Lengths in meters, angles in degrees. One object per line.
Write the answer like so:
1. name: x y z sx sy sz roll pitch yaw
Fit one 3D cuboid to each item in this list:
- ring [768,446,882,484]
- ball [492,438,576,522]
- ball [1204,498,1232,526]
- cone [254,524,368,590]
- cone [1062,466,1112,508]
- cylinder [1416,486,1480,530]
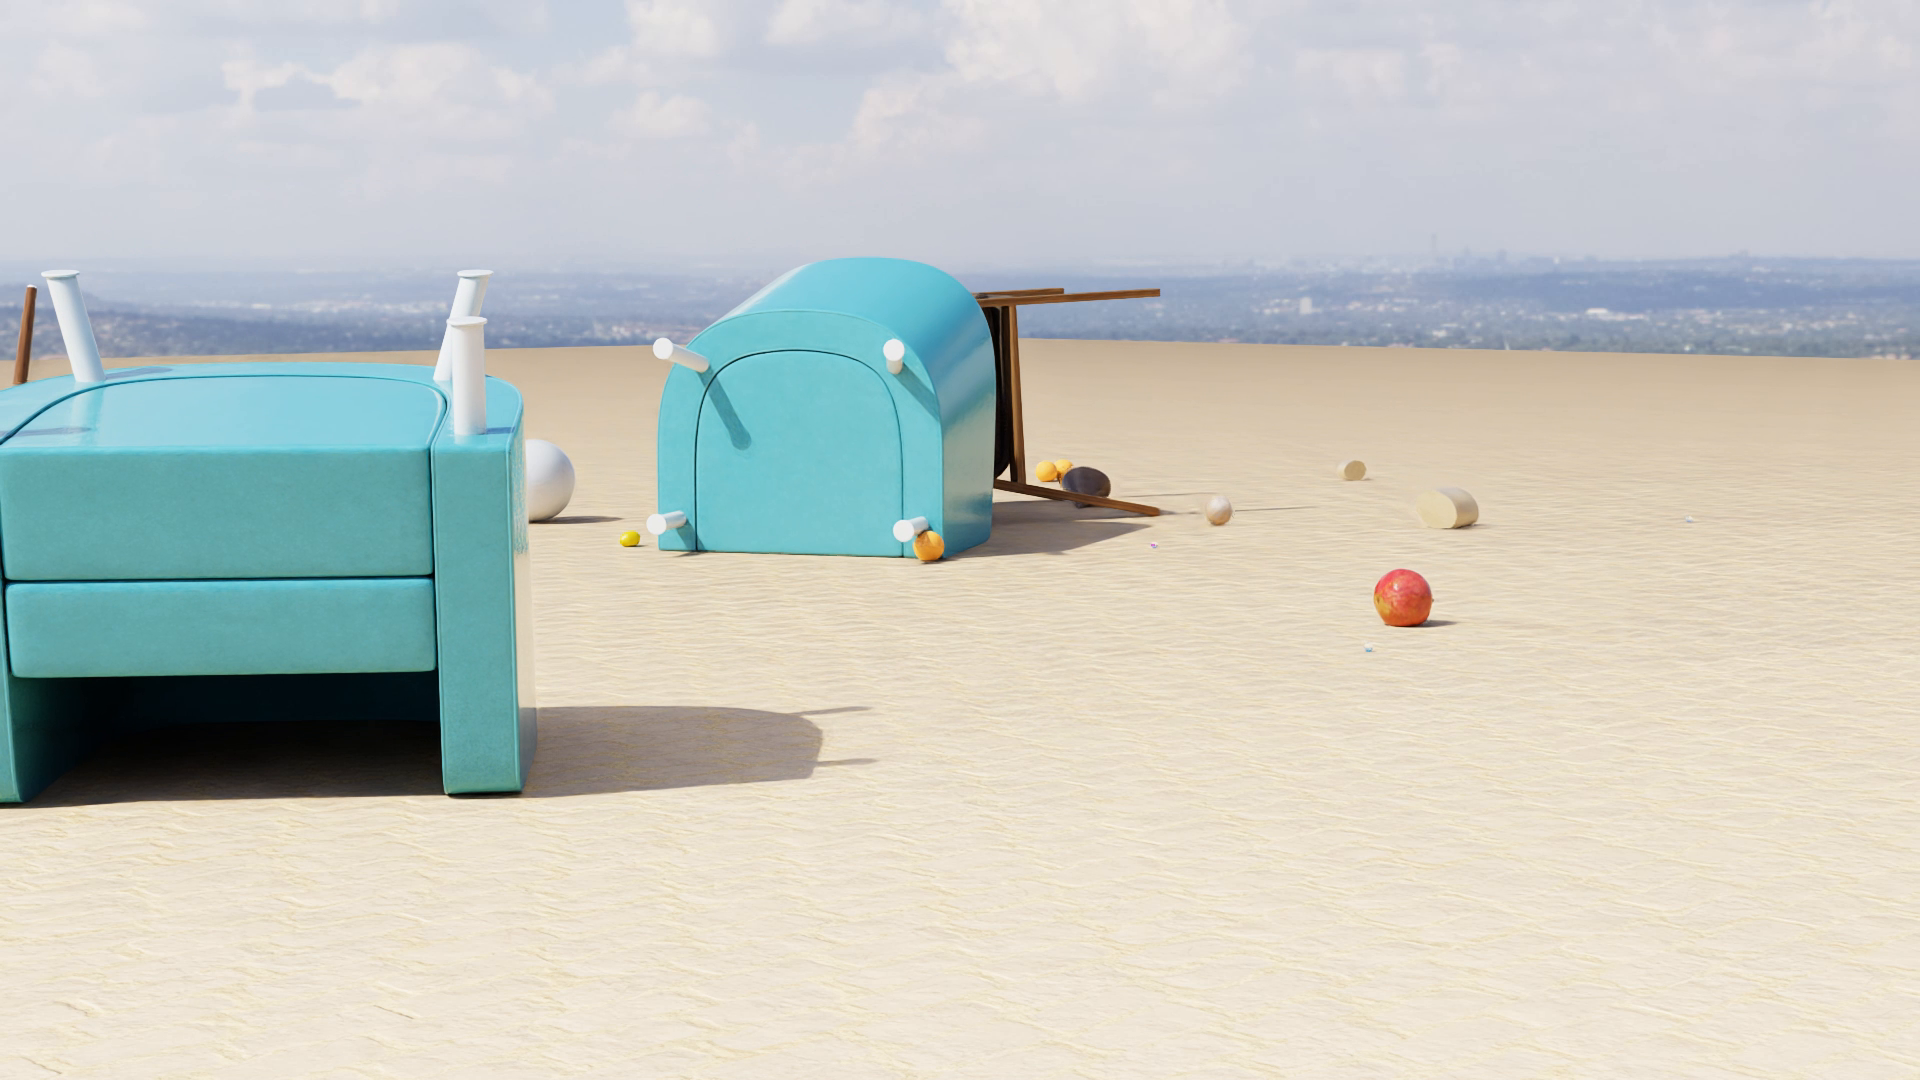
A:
1. ring: -0.431 -0.241 8.204 0.380 0.114 0.207 0 7 13
2. ball: -1.141 -0.159 6.870 0.223 0.223 0.223 0 6 0
3. ball: 0.684 -0.076 6.789 0.074 0.074 0.074 0 6 0
4. cone: -1.390 0.068 5.432 0.222 0.125 0.175 -21 40 -24
5. cone: 0.349 -0.122 7.323 0.147 0.123 0.139 2 30 13
6. cylinder: 1.278 -0.084 6.726 0.128 0.095 0.119 36 28 30
